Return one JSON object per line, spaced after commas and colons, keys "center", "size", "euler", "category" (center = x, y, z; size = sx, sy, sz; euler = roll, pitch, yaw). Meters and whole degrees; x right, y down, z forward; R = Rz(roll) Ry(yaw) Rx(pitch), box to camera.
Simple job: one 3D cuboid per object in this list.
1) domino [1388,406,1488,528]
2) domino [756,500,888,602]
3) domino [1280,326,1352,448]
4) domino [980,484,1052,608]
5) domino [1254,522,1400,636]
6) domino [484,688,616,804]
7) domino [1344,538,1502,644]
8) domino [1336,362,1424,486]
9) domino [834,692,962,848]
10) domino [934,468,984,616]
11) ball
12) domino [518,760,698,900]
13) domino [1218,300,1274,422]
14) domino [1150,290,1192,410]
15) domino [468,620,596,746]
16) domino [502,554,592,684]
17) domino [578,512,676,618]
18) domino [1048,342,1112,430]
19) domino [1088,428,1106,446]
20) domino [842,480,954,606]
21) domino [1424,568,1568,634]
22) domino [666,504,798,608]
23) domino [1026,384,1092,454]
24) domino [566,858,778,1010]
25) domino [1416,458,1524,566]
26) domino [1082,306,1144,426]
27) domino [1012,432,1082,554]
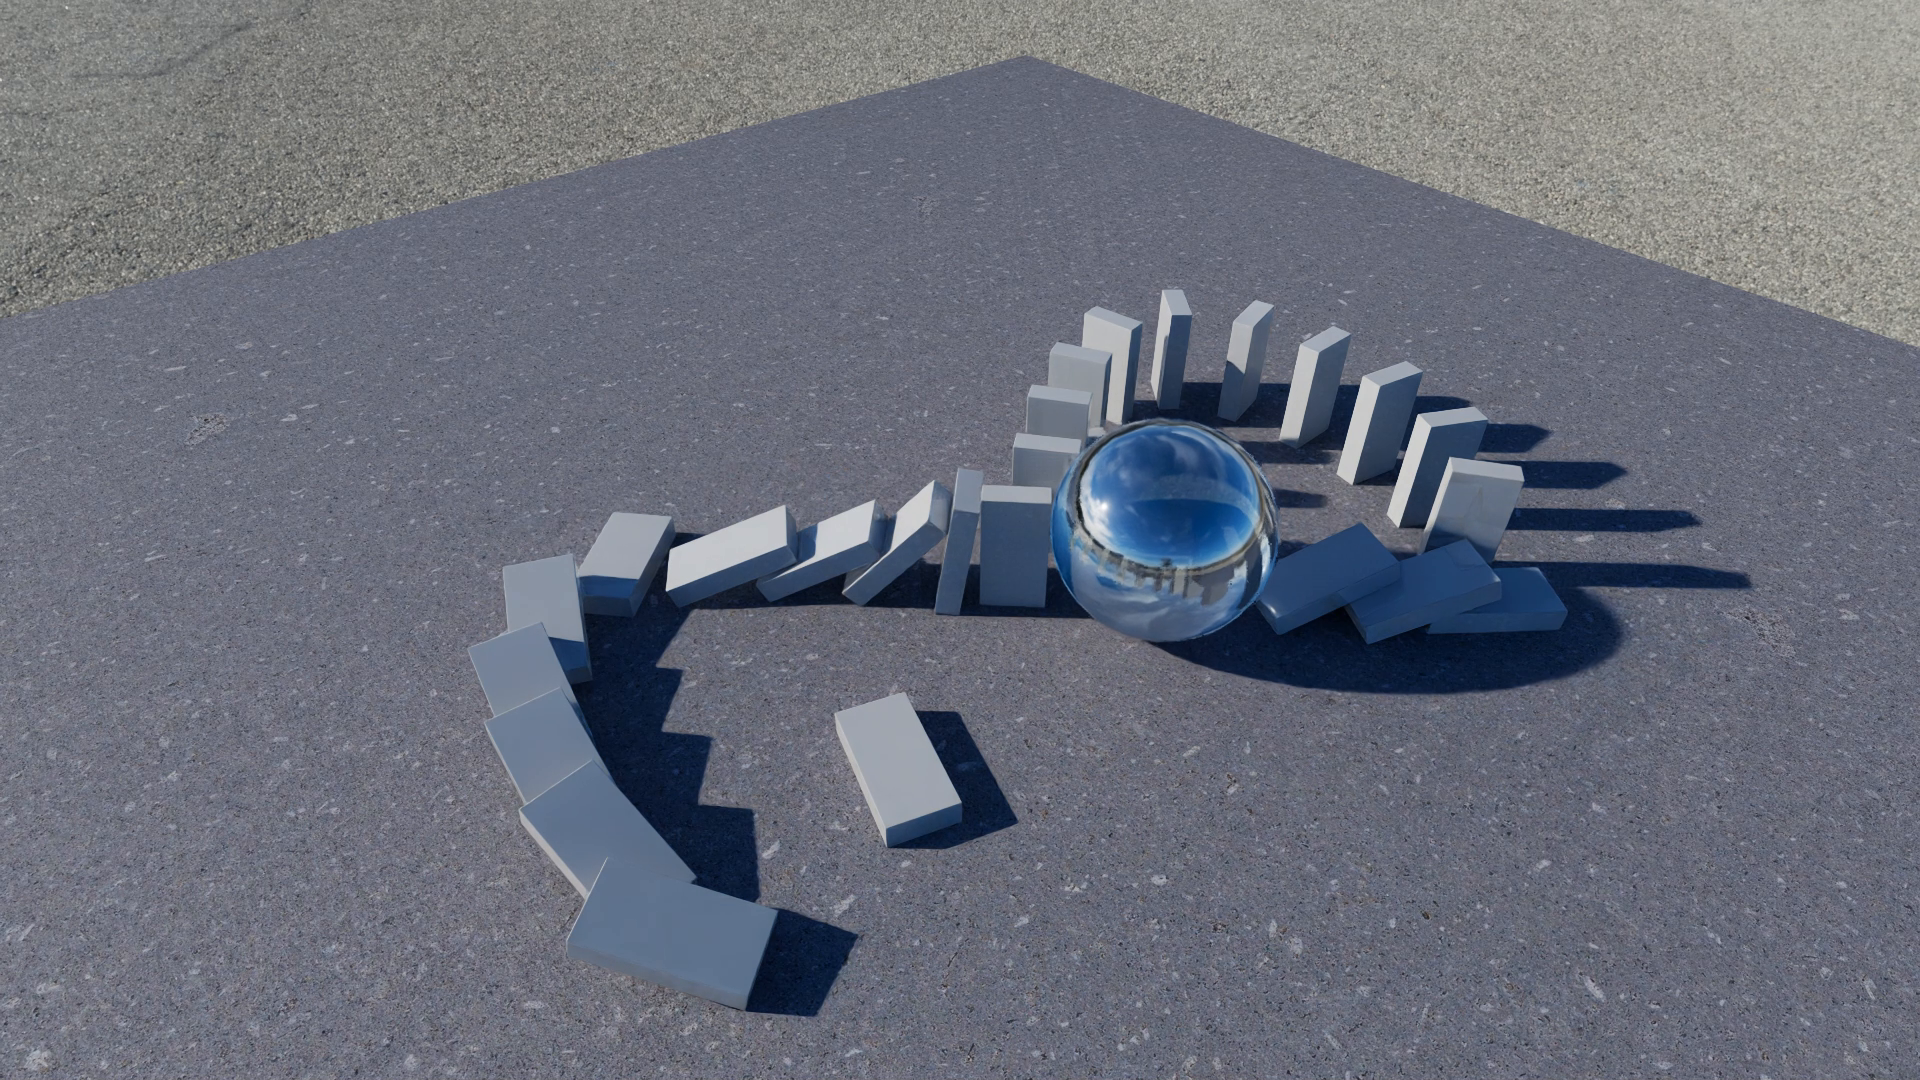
{"center": [0.193, -0.029, 0.447], "size": [0.025, 0.050, 0.009], "euler": [-8, 40, -10], "category": "domino"}
{"center": [-0.053, 0.004, 0.420], "size": [0.050, 0.010, 0.025], "euler": [-21, 35, 19], "category": "domino"}
{"center": [0.160, -0.068, 0.495], "size": [0.025, 0.050, 0.010], "euler": [-29, 48, -31], "category": "domino"}
{"center": [0.020, 0.003, 0.408], "size": [0.025, 0.050, 0.009], "euler": [3, 39, 3], "category": "domino"}
{"center": [0.136, 0.014, 0.414], "size": [0.050, 0.009, 0.025], "euler": [-25, 42, 0], "category": "domino"}
{"center": [-0.126, 0.073, 0.344], "size": [0.025, 0.010, 0.050], "euler": [-26, 62, -28], "category": "domino"}
{"center": [0.169, 0.019, 0.407], "size": [0.050, 0.009, 0.025], "euler": [-20, 38, 6], "category": "domino"}
{"center": [0.180, -0.050, 0.472], "size": [0.025, 0.050, 0.010], "euler": [-20, 43, -22], "category": "domino"}
{"center": [-0.020, 0.073, 0.355], "size": [0.025, 0.010, 0.050], "euler": [-15, 42, -17], "category": "domino"}
{"center": [-0.001, 0.001, 0.409], "size": [0.009, 0.050, 0.025], "euler": [9, 39, -2], "category": "domino"}
{"center": [0.072, -0.003, 0.392], "size": [0.080, 0.080, 0.080], "euler": [0, 39, 0], "category": "ball"}
{"center": [-0.103, 0.091, 0.322], "size": [0.050, 0.009, 0.025], "euler": [41, 53, 19], "category": "domino"}
{"center": [0.133, -0.083, 0.513], "size": [0.009, 0.050, 0.025], "euler": [23, 45, 26], "category": "domino"}
{"center": [0.100, -0.090, 0.521], "size": [0.009, 0.050, 0.025], "euler": [-1, 39, -1], "category": "domino"}
{"center": [-0.143, 0.053, 0.368], "size": [0.025, 0.010, 0.050], "euler": [-22, 60, -24], "category": "domino"}
{"center": [-0.149, 0.030, 0.397], "size": [0.025, 0.009, 0.050], "euler": [-12, 55, -14], "category": "domino"}
{"center": [-0.133, 0.009, 0.433], "size": [0.025, 0.009, 0.050], "euler": [5, 40, 6], "category": "domino"}
{"center": [0.052, -0.061, 0.486], "size": [0.025, 0.050, 0.009], "euler": [15, 42, 17], "category": "domino"}
{"center": [0.061, -0.022, 0.459], "size": [0.010, 0.025, 0.050], "euler": [-7, 40, -9], "category": "domino"}
{"center": [-0.024, 0.001, 0.415], "size": [0.009, 0.050, 0.025], "euler": [37, 33, -22], "category": "domino"}
{"center": [0.198, 0.023, 0.416], "size": [0.050, 0.010, 0.025], "euler": [-1, 39, -2], "category": "domino"}
{"center": [-0.087, 0.006, 0.423], "size": [0.050, 0.009, 0.025], "euler": [-21, 40, 7], "category": "domino"}
{"center": [0.040, -0.039, 0.460], "size": [0.025, 0.050, 0.009], "euler": [9, 40, 11], "category": "domino"}
{"center": [-0.078, 0.108, 0.301], "size": [0.050, 0.010, 0.025], "euler": [17, 46, 0], "category": "domino"}
{"center": [0.194, -0.007, 0.420], "size": [0.025, 0.050, 0.010], "euler": [9, 40, 11], "category": "domino"}
{"center": [0.069, -0.080, 0.510], "size": [0.025, 0.050, 0.010], "euler": [28, 47, 30], "category": "domino"}
{"center": [0.033, -0.017, 0.433], "size": [0.025, 0.050, 0.010], "euler": [7, 40, 8], "category": "domino"}
